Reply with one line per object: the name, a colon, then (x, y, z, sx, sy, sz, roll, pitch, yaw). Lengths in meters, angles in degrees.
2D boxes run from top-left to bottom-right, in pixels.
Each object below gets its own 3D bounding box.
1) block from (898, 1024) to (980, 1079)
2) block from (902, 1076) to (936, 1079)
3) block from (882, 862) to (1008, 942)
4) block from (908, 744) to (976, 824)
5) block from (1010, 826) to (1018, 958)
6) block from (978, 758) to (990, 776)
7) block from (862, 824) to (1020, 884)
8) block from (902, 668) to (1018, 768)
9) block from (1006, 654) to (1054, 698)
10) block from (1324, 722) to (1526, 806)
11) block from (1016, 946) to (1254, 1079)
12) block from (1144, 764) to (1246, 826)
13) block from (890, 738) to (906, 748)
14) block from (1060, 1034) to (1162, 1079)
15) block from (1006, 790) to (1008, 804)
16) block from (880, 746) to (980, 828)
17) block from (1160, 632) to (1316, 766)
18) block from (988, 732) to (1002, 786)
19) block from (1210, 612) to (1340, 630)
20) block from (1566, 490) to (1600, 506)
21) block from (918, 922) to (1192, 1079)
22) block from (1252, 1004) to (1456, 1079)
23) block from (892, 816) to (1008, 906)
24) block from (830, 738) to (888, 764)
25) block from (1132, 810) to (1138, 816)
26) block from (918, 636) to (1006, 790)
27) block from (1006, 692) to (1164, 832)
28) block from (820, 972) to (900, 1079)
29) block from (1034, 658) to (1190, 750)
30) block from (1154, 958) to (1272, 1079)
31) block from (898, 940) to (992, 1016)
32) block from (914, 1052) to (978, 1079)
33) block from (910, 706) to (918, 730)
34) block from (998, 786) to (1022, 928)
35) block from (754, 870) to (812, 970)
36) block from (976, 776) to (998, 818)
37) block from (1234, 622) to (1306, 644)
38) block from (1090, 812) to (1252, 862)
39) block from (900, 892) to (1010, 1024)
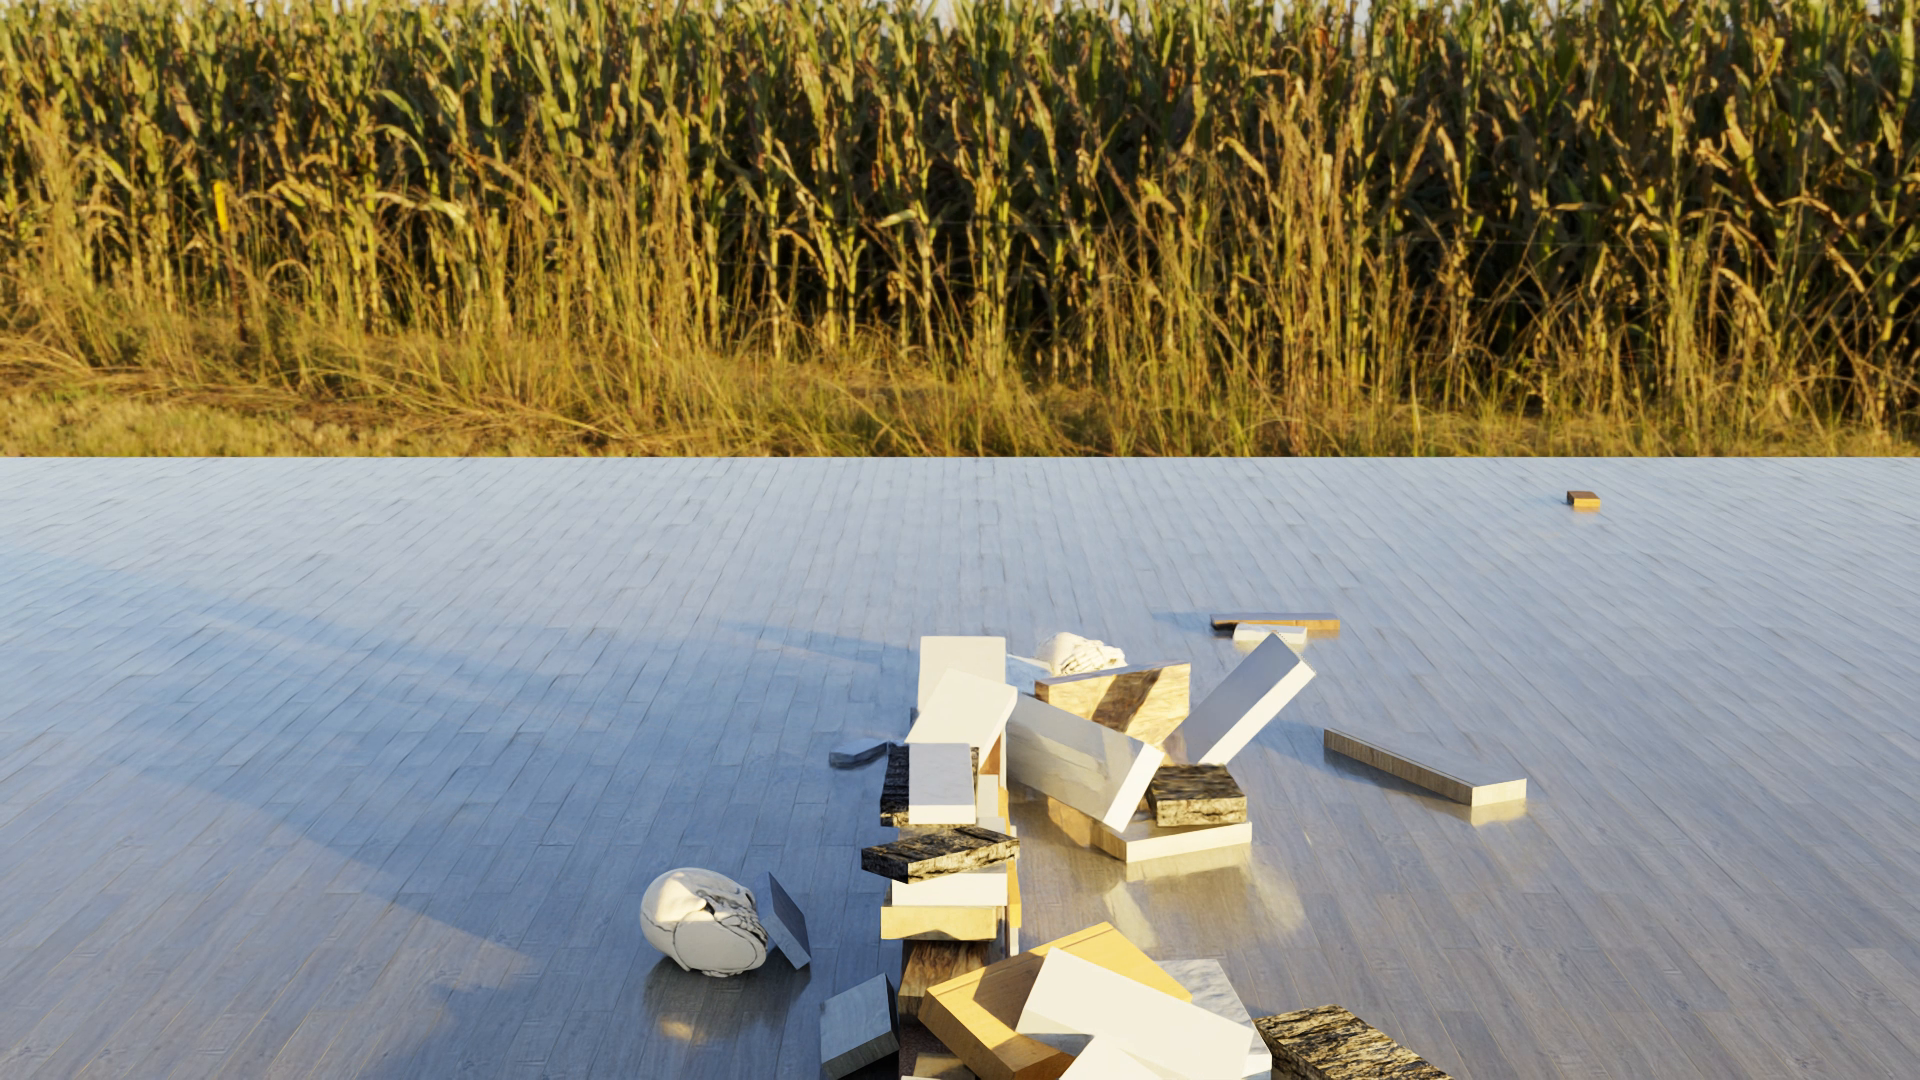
block: (-0.003, 0.715, 2.875, 0.154, 0.044, 0.510, 0, 11, -1)
block: (-0.020, 0.741, 2.561, 0.154, 0.044, 0.308, 4, 22, 9)
block: (-0.019, 0.516, 3.223, 0.160, 0.045, 0.320, 1, 7, 4)
block: (-0.029, 0.370, 3.370, 0.097, 0.027, 0.320, 0, 11, -1)
block: (0.011, 0.559, 3.461, 0.156, 0.044, 0.312, 0, 28, 1)
block: (0.001, 0.393, 3.706, 0.097, 0.027, 0.193, -1, 42, 0)
block: (-0.027, 0.445, 3.120, 0.207, 0.029, 0.104, -6, 9, -41)
block: (-0.011, 0.331, 3.727, 0.129, 0.037, 0.258, 15, 44, 17)
block: (0.111, 0.307, 4.698, 0.175, 0.050, 0.350, 12, 9, -3)
block: (0.916, 0.441, 4.372, 0.129, 0.037, 0.468, -5, 12, -26)
block: (0.229, 0.638, 2.858, 0.288, 0.041, 0.144, 21, 28, 8)
block: (0.424, 0.464, 4.026, 0.157, 0.044, 0.314, -3, 5, 0)
block: (-0.092, 0.429, 4.487, 0.060, 0.017, 0.121, -5, 12, -25)
block: (0.123, 0.742, 2.505, 0.172, 0.049, 0.595, 33, 20, 13)
block: (0.000, 0.524, 3.621, 0.156, 0.044, 0.312, 1, 30, 1)
block: (-0.044, 0.386, 3.465, 0.144, 0.041, 0.288, 0, 11, 2)
block: (0.535, 0.329, 4.262, 0.044, 0.314, 0.157, 43, 5, -21)
block: (0.017, 0.378, 3.798, 0.107, 0.030, 0.213, 1, 30, 1)
block: (0.808, 0.209, 5.653, 0.321, 0.024, 0.086, 0, 11, -2)
block: (2.140, -0.143, 7.547, 0.086, 0.024, 0.172, 1, 11, 7)
block: (0.130, 0.622, 2.934, 0.345, 0.049, 0.172, -11, 37, -43)
block: (0.525, 0.704, 2.944, 0.144, 0.041, 0.295, -5, 11, -24)
block: (-0.013, 0.469, 3.233, 0.160, 0.045, 0.320, 0, 7, 1)
block: (-0.207, 0.429, 4.487, 0.060, 0.017, 0.121, 6, 12, 31)
block: (0.277, 0.499, 4.110, 0.063, 0.018, 0.127, -4, 11, -20)
block: (0.002, 0.348, 3.987, 0.160, 0.045, 0.529, 0, 33, 1)
block: (0.199, 0.407, 4.108, 0.044, 0.157, 0.569, 32, -7, -21)
block: (-0.140, 0.671, 3.039, 0.103, 0.029, 0.207, -26, 11, 1)
block: (0.311, 0.353, 4.468, 0.350, 0.175, 0.050, -6, 12, -31)
block: (0.309, 0.675, 3.076, 0.172, 0.049, 0.345, -1, 11, -6)
block: (-0.018, 0.596, 3.049, 0.103, 0.029, 0.207, 2, 18, 7)
block: (-0.021, 0.696, 2.798, 0.079, 0.022, 0.158, 1, 11, 4)
block: (-0.021, 0.364, 4.224, 0.146, 0.041, 0.293, 0, -13, -1)
block: (0.005, 0.500, 3.477, 0.156, 0.044, 0.312, -2, 28, -3)
block: (-0.276, 0.589, 3.417, 0.027, 0.097, 0.193, -36, 13, 0)
block: (0.007, 0.447, 3.498, 0.107, 0.030, 0.213, 0, 28, 1)
block: (0.779, 0.234, 5.519, 0.172, 0.024, 0.086, 3, 11, 15)
block: (0.377, 0.522, 3.934, 0.258, 0.037, 0.129, -5, 12, -26)
block: (-0.005, 0.598, 3.161, 0.154, 0.044, 0.308, 0, 18, 1)
